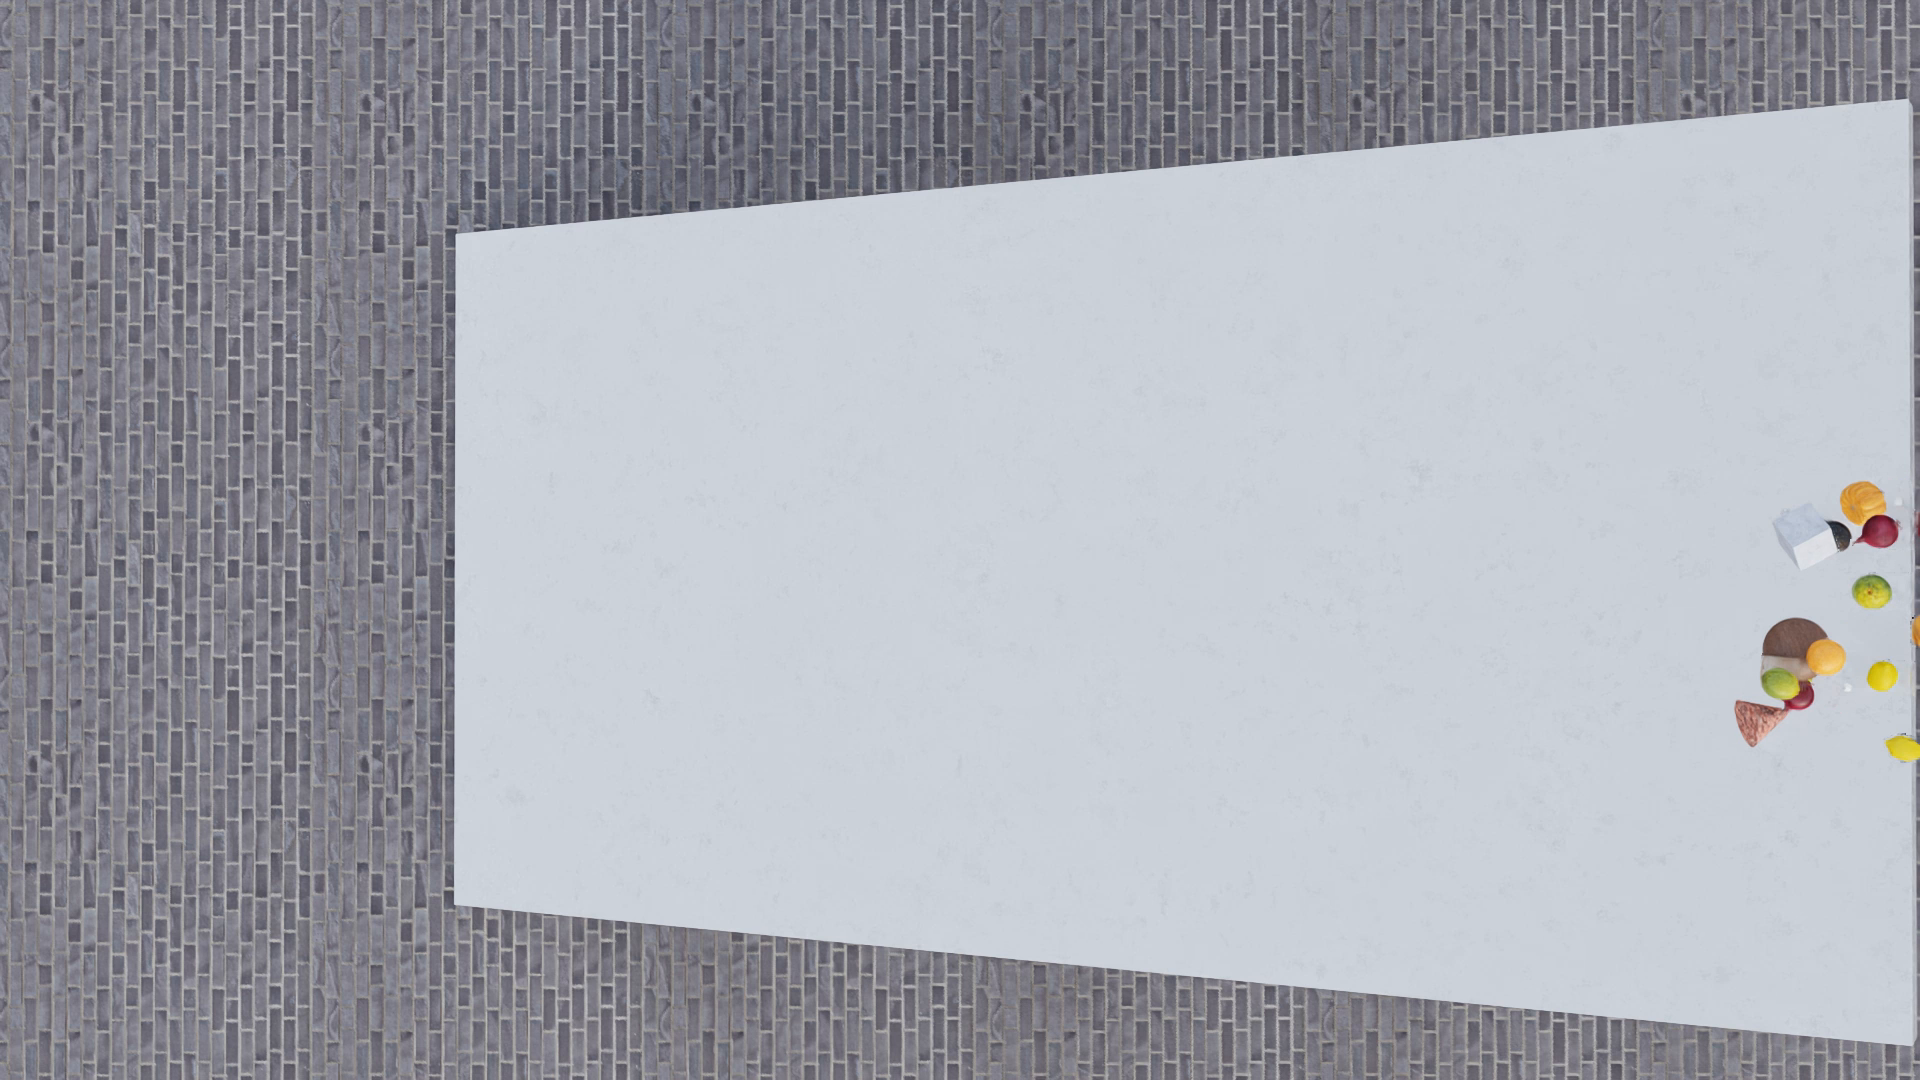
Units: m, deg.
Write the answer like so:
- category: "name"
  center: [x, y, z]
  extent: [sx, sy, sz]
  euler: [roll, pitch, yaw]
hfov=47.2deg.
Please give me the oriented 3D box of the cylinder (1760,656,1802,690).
- category: "cylinder"
  center: [1.621, 0.262, 4.344]
  extent: [0.065, 0.065, 0.065]
  euler: [4, 89, 30]

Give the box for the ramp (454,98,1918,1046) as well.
- category: "ramp"
  center: [0.275, 0.077, 5.644]
  extent: [4.000, 0.100, 2.000]
  euler: [0, 89, 29]

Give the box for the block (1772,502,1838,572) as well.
- category: "block"
  center: [1.565, -0.006, 4.072]
  extent: [0.075, 0.075, 0.075]
  euler: [-29, 134, 9]
